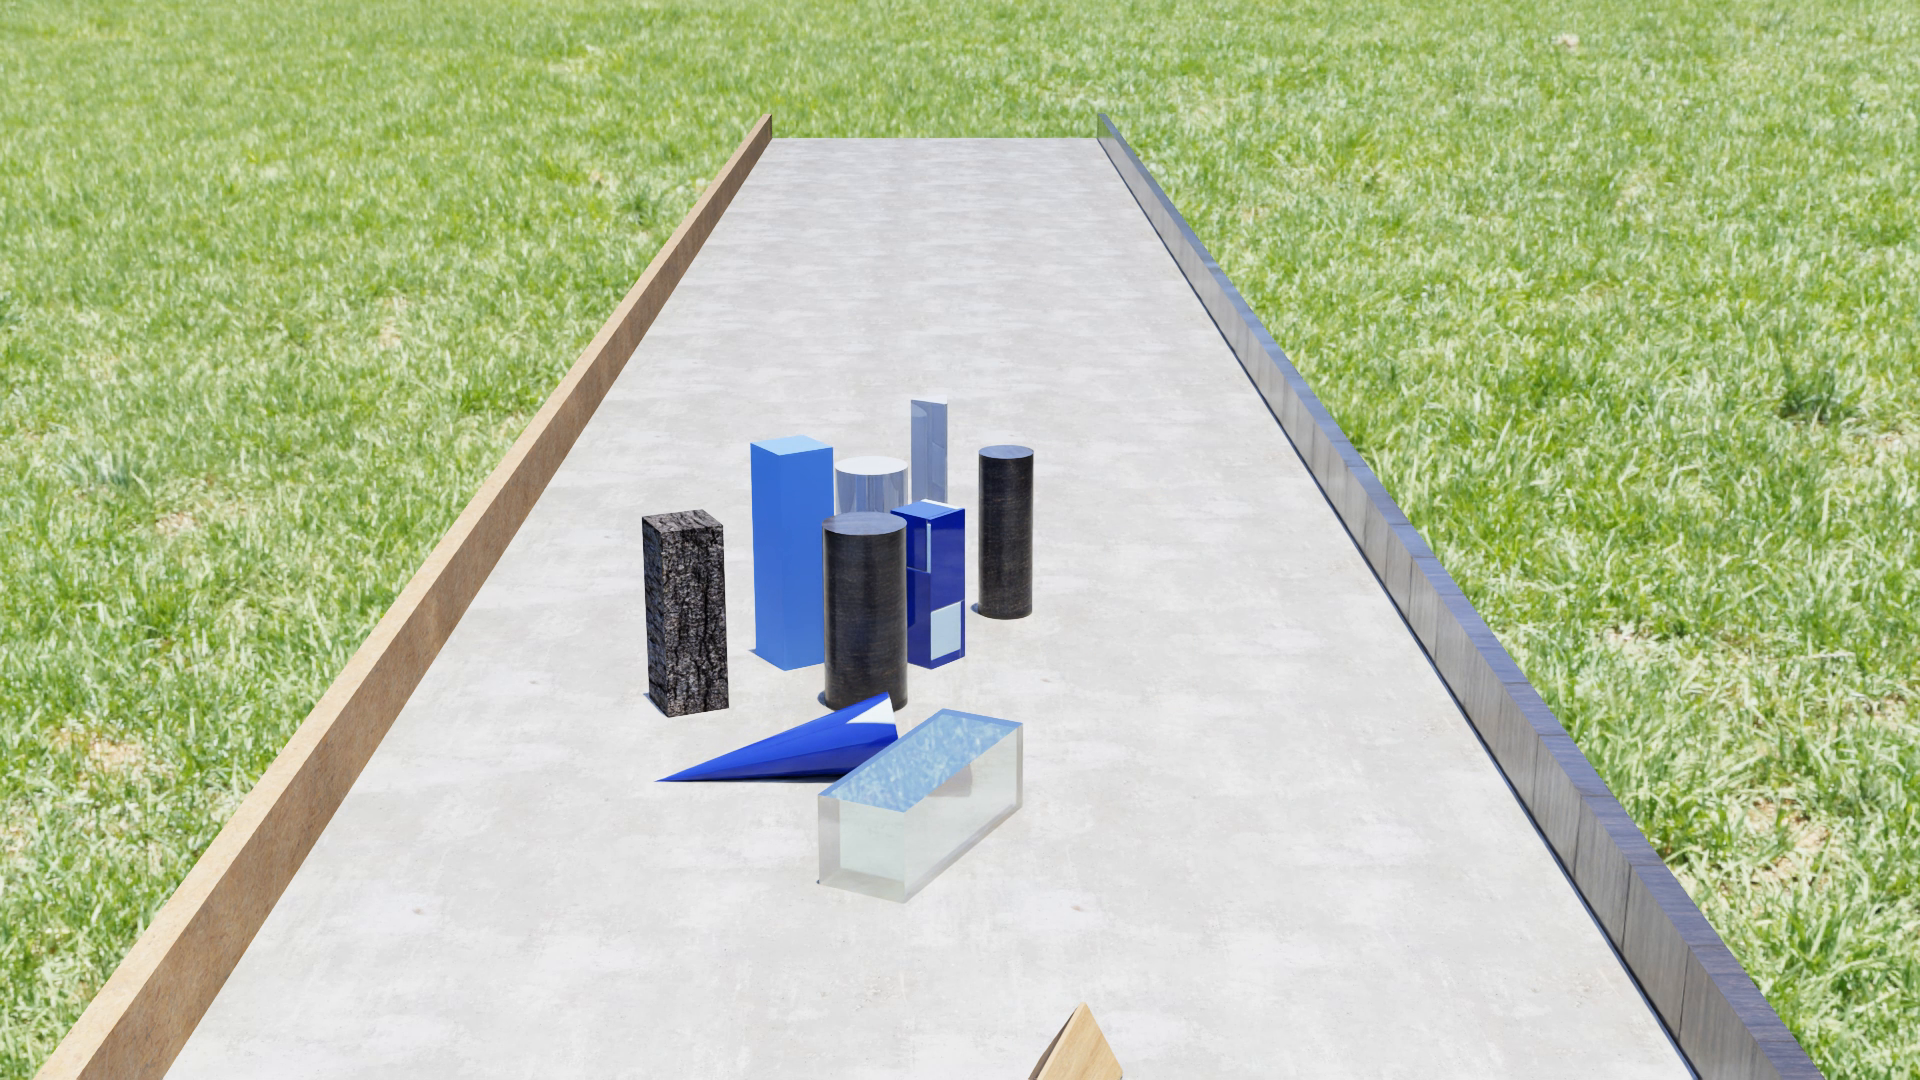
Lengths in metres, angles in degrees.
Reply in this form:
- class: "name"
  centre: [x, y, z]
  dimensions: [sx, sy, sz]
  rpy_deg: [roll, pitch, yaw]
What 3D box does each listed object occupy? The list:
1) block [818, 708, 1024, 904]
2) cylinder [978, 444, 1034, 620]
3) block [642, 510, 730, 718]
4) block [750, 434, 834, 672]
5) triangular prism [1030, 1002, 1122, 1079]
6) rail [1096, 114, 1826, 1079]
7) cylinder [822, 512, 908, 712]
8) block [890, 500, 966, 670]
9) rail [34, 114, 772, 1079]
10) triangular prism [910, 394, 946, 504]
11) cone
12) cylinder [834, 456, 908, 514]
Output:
- class: "block"
  centre: [-0.057, 0.421, 3.546]
  dimensions: [0.151, 0.151, 0.417]
  rpy_deg: [8, 18, 26]
- class: "cylinder"
  centre: [0.097, -0.016, 4.663]
  dimensions: [0.117, 0.353, 0.117]
  rpy_deg: [0, 17, 0]
- class: "block"
  centre: [-0.516, 0.137, 4.133]
  dimensions: [0.120, 0.361, 0.120]
  rpy_deg: [-8, 18, -24]
- class: "block"
  centre: [-0.330, 0.025, 4.368]
  dimensions: [0.120, 0.441, 0.120]
  rpy_deg: [-11, 20, -32]
- class: "triangular prism"
  centre: [0.099, 0.700, 2.696]
  dimensions: [0.111, 0.096, 0.393]
  rpy_deg: [6, 17, 17]
- class: "rail"
  centre: [0.932, -0.844, 7.801]
  dimensions: [0.050, 0.150, 12.000]
  rpy_deg: [0, 17, -1]
- class: "cylinder"
  centre: [-0.178, 0.138, 4.142]
  dimensions: [0.159, 0.353, 0.159]
  rpy_deg: [0, 17, 0]
- class: "block"
  centre: [-0.063, 0.088, 4.386]
  dimensions: [0.105, 0.311, 0.105]
  rpy_deg: [14, 21, 38]
- class: "rail"
  centre: [-1.118, -0.838, 7.780]
  dimensions: [0.050, 0.150, 12.000]
  rpy_deg: [0, 17, -1]
- class: "triangular prism"
  centre: [-0.049, -0.112, 4.875]
  dimensions: [0.091, 0.416, 0.079]
  rpy_deg: [10, 19, 29]
- class: "cone"
  centre: [-0.323, 0.378, 3.832]
  dimensions: [0.431, 0.144, 0.144]
  rpy_deg: [-11, 18, -5]
- class: "cylinder"
  centre: [-0.185, 0.003, 4.634]
  dimensions: [0.153, 0.332, 0.153]
  rpy_deg: [0, 17, 0]
